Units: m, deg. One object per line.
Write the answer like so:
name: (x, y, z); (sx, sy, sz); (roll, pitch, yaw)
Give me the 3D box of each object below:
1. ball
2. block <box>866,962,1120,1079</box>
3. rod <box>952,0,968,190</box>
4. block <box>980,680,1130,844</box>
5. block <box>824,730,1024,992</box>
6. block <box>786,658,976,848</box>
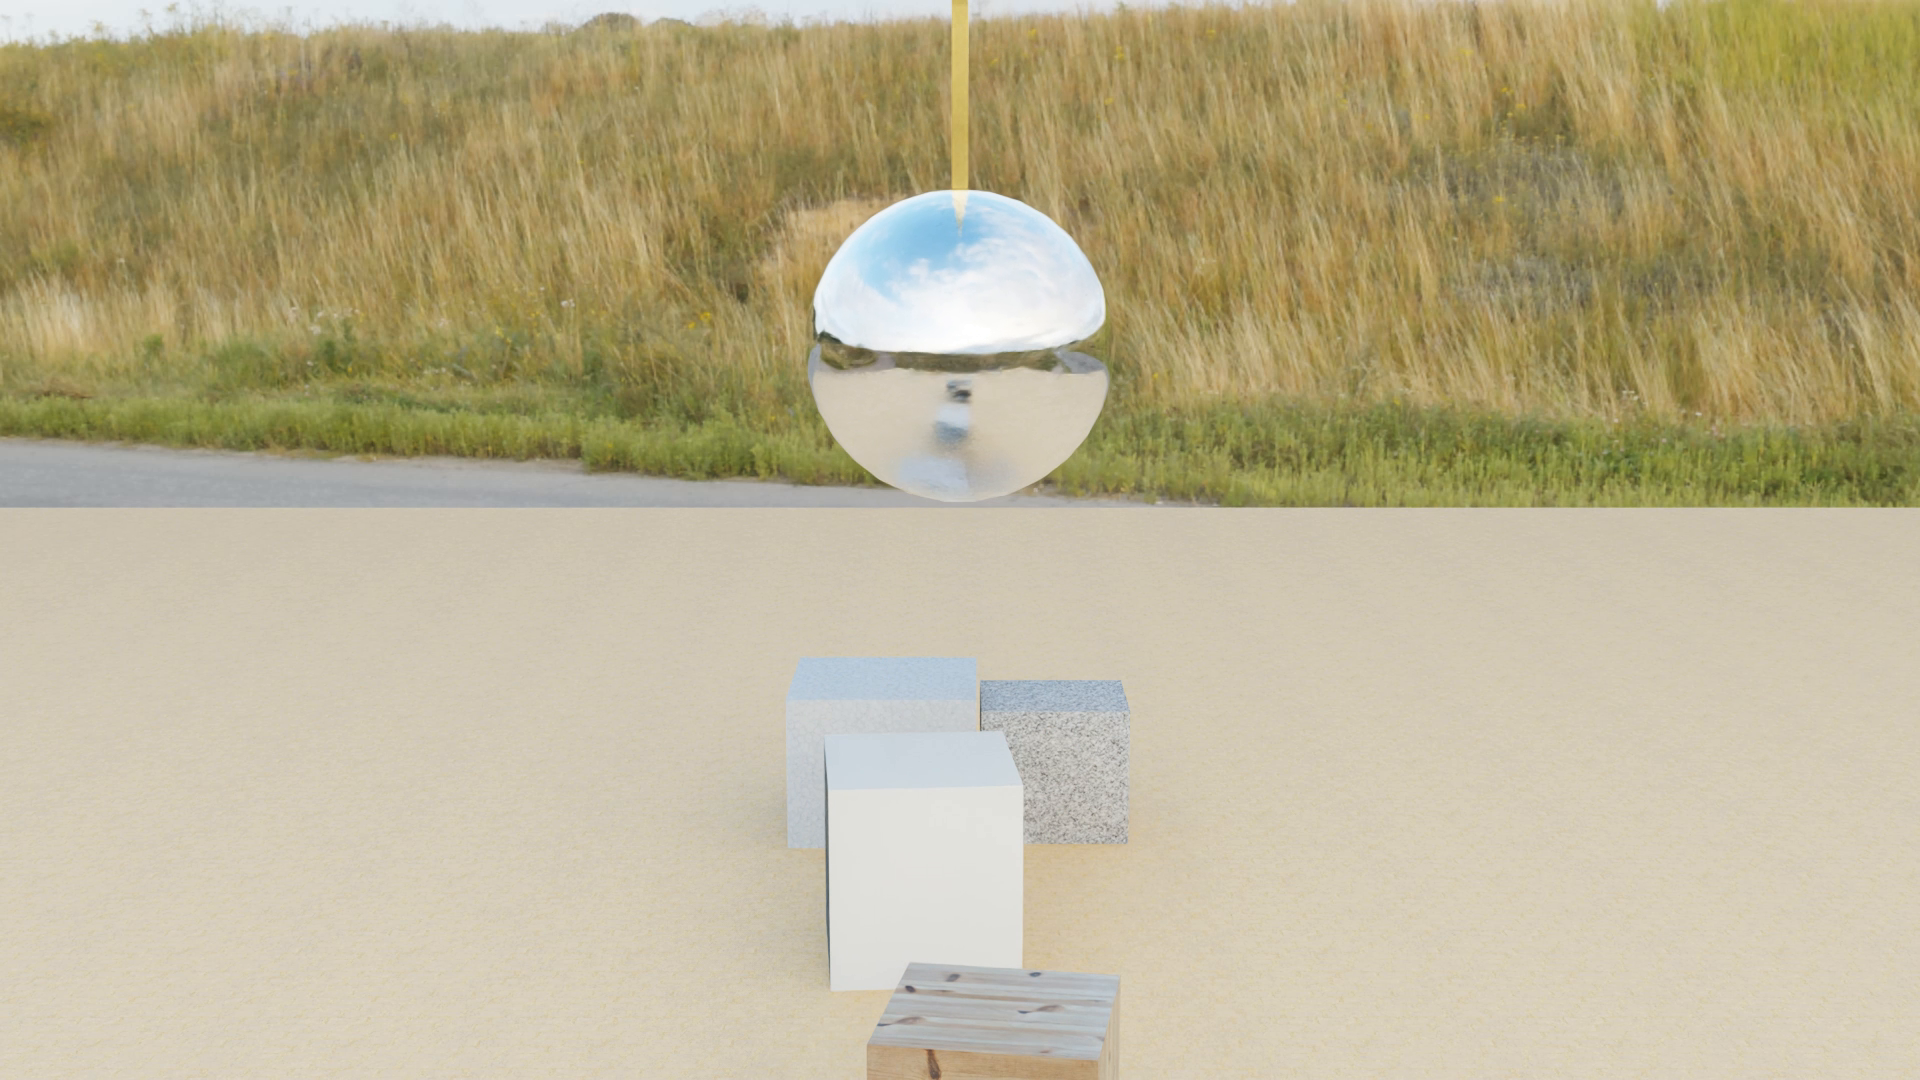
ball: (0.000, -0.995, 11.312); (1.600, 1.600, 1.600); (0, 10, 0)
block: (0.128, 1.881, 7.313); (0.736, 0.682, 0.724); (2, 10, 9)
rod: (0.000, -4.305, 10.533); (0.080, 5.200, 0.080); (0, 13, 0)
block: (0.479, 1.139, 11.368); (0.744, 0.692, 0.645); (0, 10, 0)
block: (-0.175, 1.375, 9.567); (0.806, 0.872, 0.859); (-1, 10, -5)
block: (-0.388, 1.089, 11.427); (0.947, 0.768, 0.916); (0, 10, 0)
